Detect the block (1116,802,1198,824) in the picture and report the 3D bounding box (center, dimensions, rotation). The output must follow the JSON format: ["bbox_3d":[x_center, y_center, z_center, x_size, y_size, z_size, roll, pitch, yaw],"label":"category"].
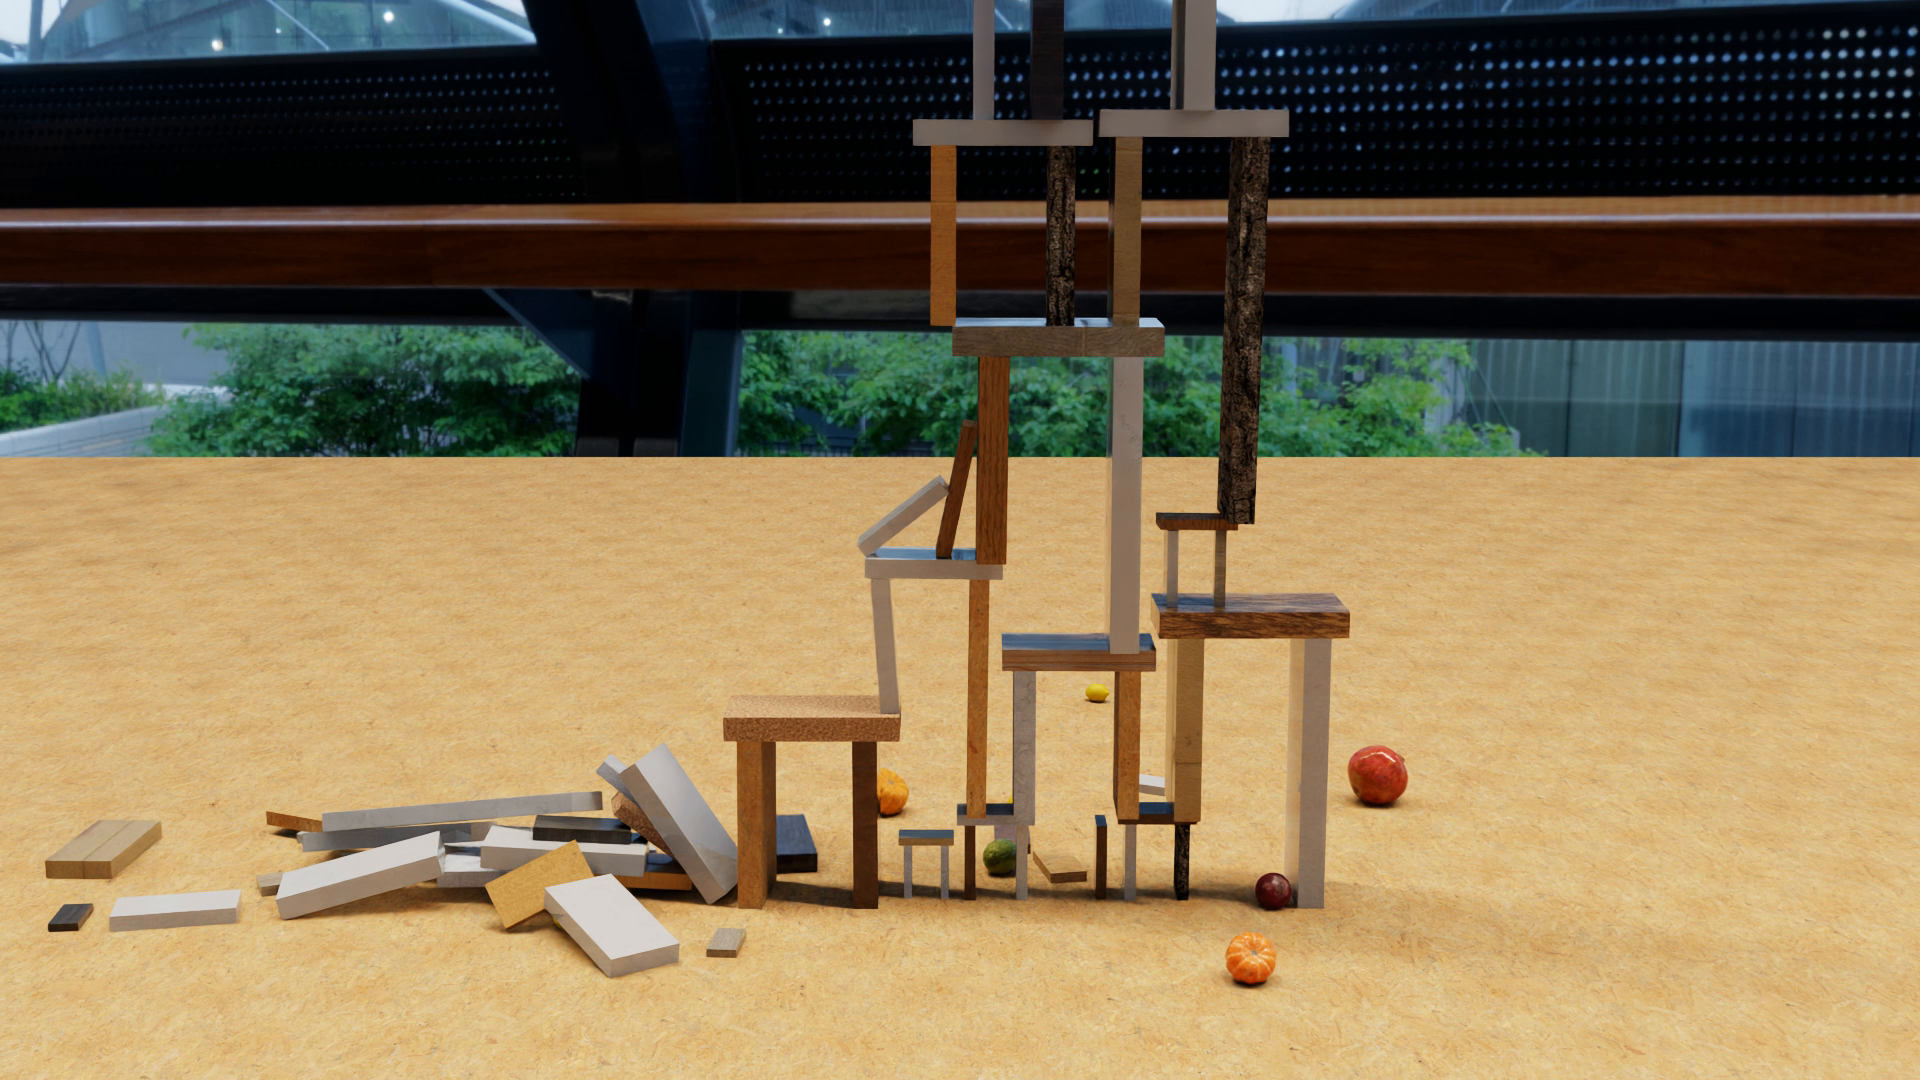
[{"bbox_3d":[0.325,0.453,3.643,0.131,0.018,0.065,0,11,0],"label":"block"}]

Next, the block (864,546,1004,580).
[{"bbox_3d":[-0.042,0.037,3.570,0.221,0.031,0.111,1,11,0],"label":"block"}]

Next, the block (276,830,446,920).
[{"bbox_3d":[-0.984,0.551,3.622,0.262,0.037,0.131,-15,13,-9],"label":"block"}]

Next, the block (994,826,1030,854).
[{"bbox_3d":[0.093,0.532,3.931,0.063,0.018,0.126,0,11,0],"label":"block"}]

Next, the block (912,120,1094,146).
[{"bbox_3d":[0.066,-0.638,3.441,0.276,0.039,0.138,0,11,0],"label":"block"}]

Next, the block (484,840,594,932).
[{"bbox_3d":[-0.670,0.552,3.519,0.158,0.079,0.022,-26,-18,-16],"label":"block"}]

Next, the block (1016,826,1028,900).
[{"bbox_3d":[0.102,0.527,3.657,0.018,0.129,0.064,0,11,0],"label":"block"}]

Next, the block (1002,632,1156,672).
[{"bbox_3d":[0.192,0.183,3.594,0.248,0.035,0.124,0,11,0],"label":"block"}]

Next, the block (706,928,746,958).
[{"bbox_3d":[-0.364,0.628,3.429,0.046,0.013,0.093,1,11,4],"label":"block"}]

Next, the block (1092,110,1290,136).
[{"bbox_3d":[0.358,-0.651,3.437,0.290,0.041,0.145,0,11,-1],"label":"block"}]

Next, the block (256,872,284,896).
[{"bbox_3d":[-1.117,0.575,3.704,0.123,0.017,0.062,-5,12,-25],"label":"block"}]

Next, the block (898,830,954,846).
[{"bbox_3d":[-0.056,0.494,3.649,0.092,0.013,0.046,0,11,0],"label":"block"}]

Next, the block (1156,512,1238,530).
[{"bbox_3d":[0.382,-0.030,3.552,0.125,0.018,0.063,1,11,-2],"label":"block"}]

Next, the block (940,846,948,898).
[{"bbox_3d":[-0.025,0.545,3.659,0.013,0.092,0.046,0,11,0],"label":"block"}]

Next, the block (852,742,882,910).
[{"bbox_3d":[-0.154,0.451,3.640,0.040,0.283,0.142,0,11,0],"label":"block"}]

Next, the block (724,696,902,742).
[{"bbox_3d":[-0.240,0.292,3.609,0.283,0.040,0.142,0,10,0],"label":"block"}]

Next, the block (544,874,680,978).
[{"bbox_3d":[-0.543,0.597,3.415,0.116,0.033,0.232,-7,25,-35],"label":"block"}]

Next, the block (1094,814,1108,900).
[{"bbox_3d":[0.234,0.527,3.662,0.018,0.126,0.063,0,11,0],"label":"block"}]

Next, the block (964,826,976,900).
[{"bbox_3d":[0.017,0.527,3.657,0.018,0.129,0.064,0,11,0],"label":"block"}]

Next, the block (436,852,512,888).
[{"bbox_3d":[-0.764,0.549,3.665,0.194,0.027,0.097,0,11,-1],"label":"block"}]

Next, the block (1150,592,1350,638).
[{"bbox_3d":[0.470,0.123,3.585,0.304,0.043,0.152,0,11,0],"label":"block"}]

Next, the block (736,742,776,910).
[{"bbox_3d":[-0.336,0.451,3.641,0.040,0.283,0.142,1,11,5],"label":"block"}]

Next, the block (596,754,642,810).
[{"bbox_3d":[-0.540,0.431,3.731,0.168,0.024,0.084,40,1,-3],"label":"block"}]

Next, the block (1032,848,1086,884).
[{"bbox_3d":[0.171,0.560,3.783,0.063,0.018,0.126,-2,11,-12],"label":"block"}]

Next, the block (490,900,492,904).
[{"bbox_3d":[-0.677,0.577,3.666,0.194,0.027,0.097,0,11,0],"label":"block"}]

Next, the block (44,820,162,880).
[{"bbox_3d":[-1.496,0.540,3.849,0.113,0.032,0.226,0,11,1],"label":"block"}]

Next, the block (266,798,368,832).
[{"bbox_3d":[-1.153,0.502,3.976,0.181,0.026,0.090,5,12,26],"label":"block"}]

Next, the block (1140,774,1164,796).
[{"bbox_3d":[0.382,0.474,4.243,0.124,0.018,0.062,6,12,28],"label":"block"}]

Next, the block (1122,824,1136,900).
[{"bbox_3d":[0.281,0.526,3.656,0.018,0.131,0.065,0,11,0],"label":"block"}]

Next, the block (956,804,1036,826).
[{"bbox_3d":[0.059,0.455,3.644,0.129,0.018,0.064,0,11,0],"label":"block"}]

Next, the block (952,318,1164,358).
[{"bbox_3d":[0.153,-0.323,3.494,0.329,0.047,0.165,0,11,0],"label":"block"}]

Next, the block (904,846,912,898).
[{"bbox_3d":[-0.086,0.545,3.659,0.013,0.092,0.046,0,11,0],"label":"block"}]

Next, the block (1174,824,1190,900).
[{"bbox_3d":[0.369,0.526,3.657,0.018,0.130,0.065,0,11,0],"label":"block"}]
